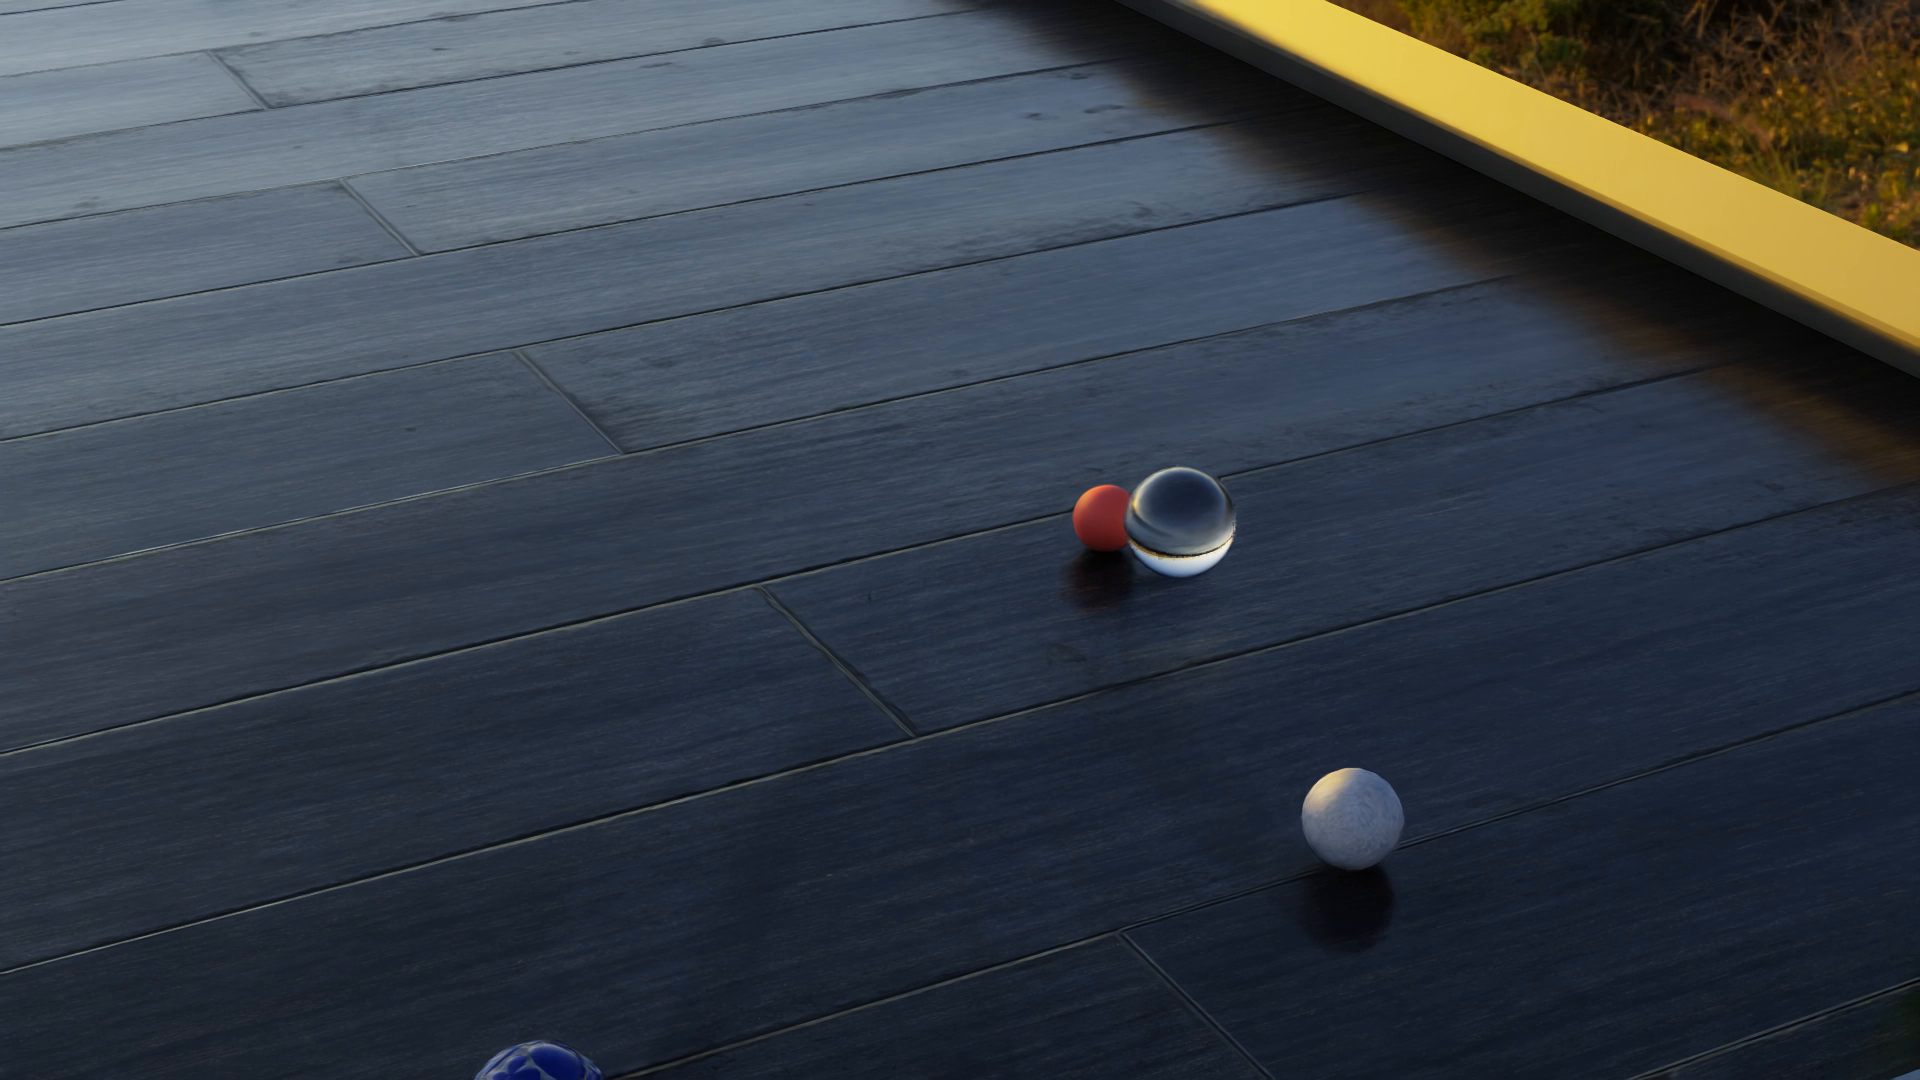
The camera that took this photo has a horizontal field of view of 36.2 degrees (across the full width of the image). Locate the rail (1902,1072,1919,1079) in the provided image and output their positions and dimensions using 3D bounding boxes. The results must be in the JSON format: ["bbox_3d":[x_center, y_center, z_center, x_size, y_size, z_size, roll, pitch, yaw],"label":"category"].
[{"bbox_3d":[0.384,0.299,1.392,1.742,0.102,0.045,-13,28,-25],"label":"rail"}]

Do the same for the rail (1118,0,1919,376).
[{"bbox_3d":[0.356,-0.516,3.091,0.045,0.102,3.414,-13,28,-25],"label":"rail"}]

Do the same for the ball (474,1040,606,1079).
[{"bbox_3d":[-0.209,0.285,1.457,0.074,0.074,0.074,0,26,0],"label":"ball"}]

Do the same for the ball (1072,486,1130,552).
[{"bbox_3d":[0.105,-0.015,2.111,0.048,0.048,0.048,0,26,0],"label":"ball"}]

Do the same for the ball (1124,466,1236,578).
[{"bbox_3d":[0.155,-0.012,2.071,0.079,0.079,0.079,0,26,0],"label":"ball"}]

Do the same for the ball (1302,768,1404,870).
[{"bbox_3d":[0.230,0.164,1.726,0.060,0.060,0.060,0,26,0],"label":"ball"}]
